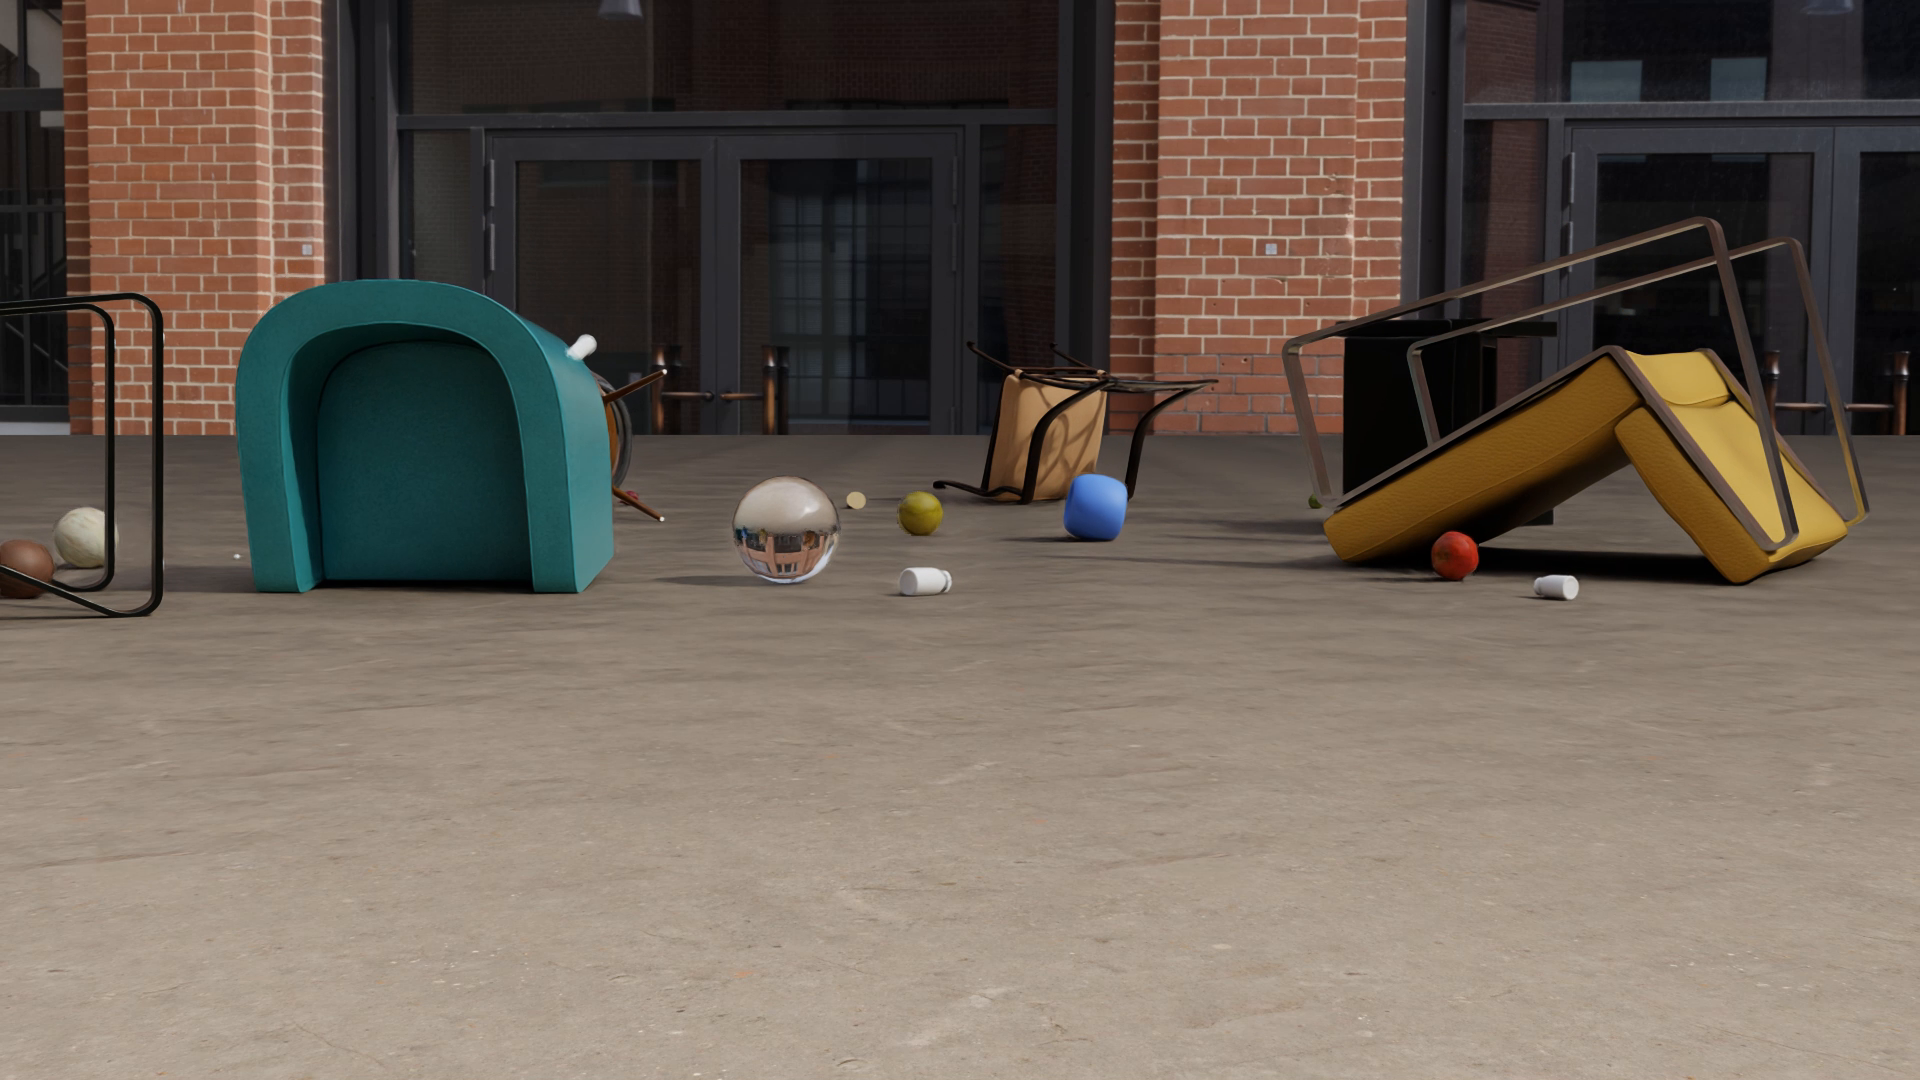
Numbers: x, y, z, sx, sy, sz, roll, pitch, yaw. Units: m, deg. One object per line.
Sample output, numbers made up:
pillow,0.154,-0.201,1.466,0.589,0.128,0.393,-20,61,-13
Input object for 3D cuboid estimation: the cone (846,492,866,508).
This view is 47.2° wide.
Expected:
cone,-0.411,-0.137,8.313,0.074,0.066,0.129,1,-11,-20

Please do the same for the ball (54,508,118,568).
ball,-2.192,-0.006,5.516,0.153,0.153,0.153,0,4,0

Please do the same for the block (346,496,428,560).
block,-1.537,-0.035,5.918,0.204,0.155,0.216,-1,4,-13

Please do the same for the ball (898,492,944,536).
ball,-0.120,-0.081,6.727,0.137,0.137,0.137,0,4,0

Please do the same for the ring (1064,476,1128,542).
ring,0.401,-0.093,6.515,0.161,0.198,0.221,11,-9,-4

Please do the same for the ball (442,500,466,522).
ball,-1.701,-0.098,7.398,0.079,0.079,0.079,0,4,0

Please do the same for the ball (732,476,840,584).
ball,-0.401,-0.024,5.077,0.250,0.250,0.250,0,4,0
